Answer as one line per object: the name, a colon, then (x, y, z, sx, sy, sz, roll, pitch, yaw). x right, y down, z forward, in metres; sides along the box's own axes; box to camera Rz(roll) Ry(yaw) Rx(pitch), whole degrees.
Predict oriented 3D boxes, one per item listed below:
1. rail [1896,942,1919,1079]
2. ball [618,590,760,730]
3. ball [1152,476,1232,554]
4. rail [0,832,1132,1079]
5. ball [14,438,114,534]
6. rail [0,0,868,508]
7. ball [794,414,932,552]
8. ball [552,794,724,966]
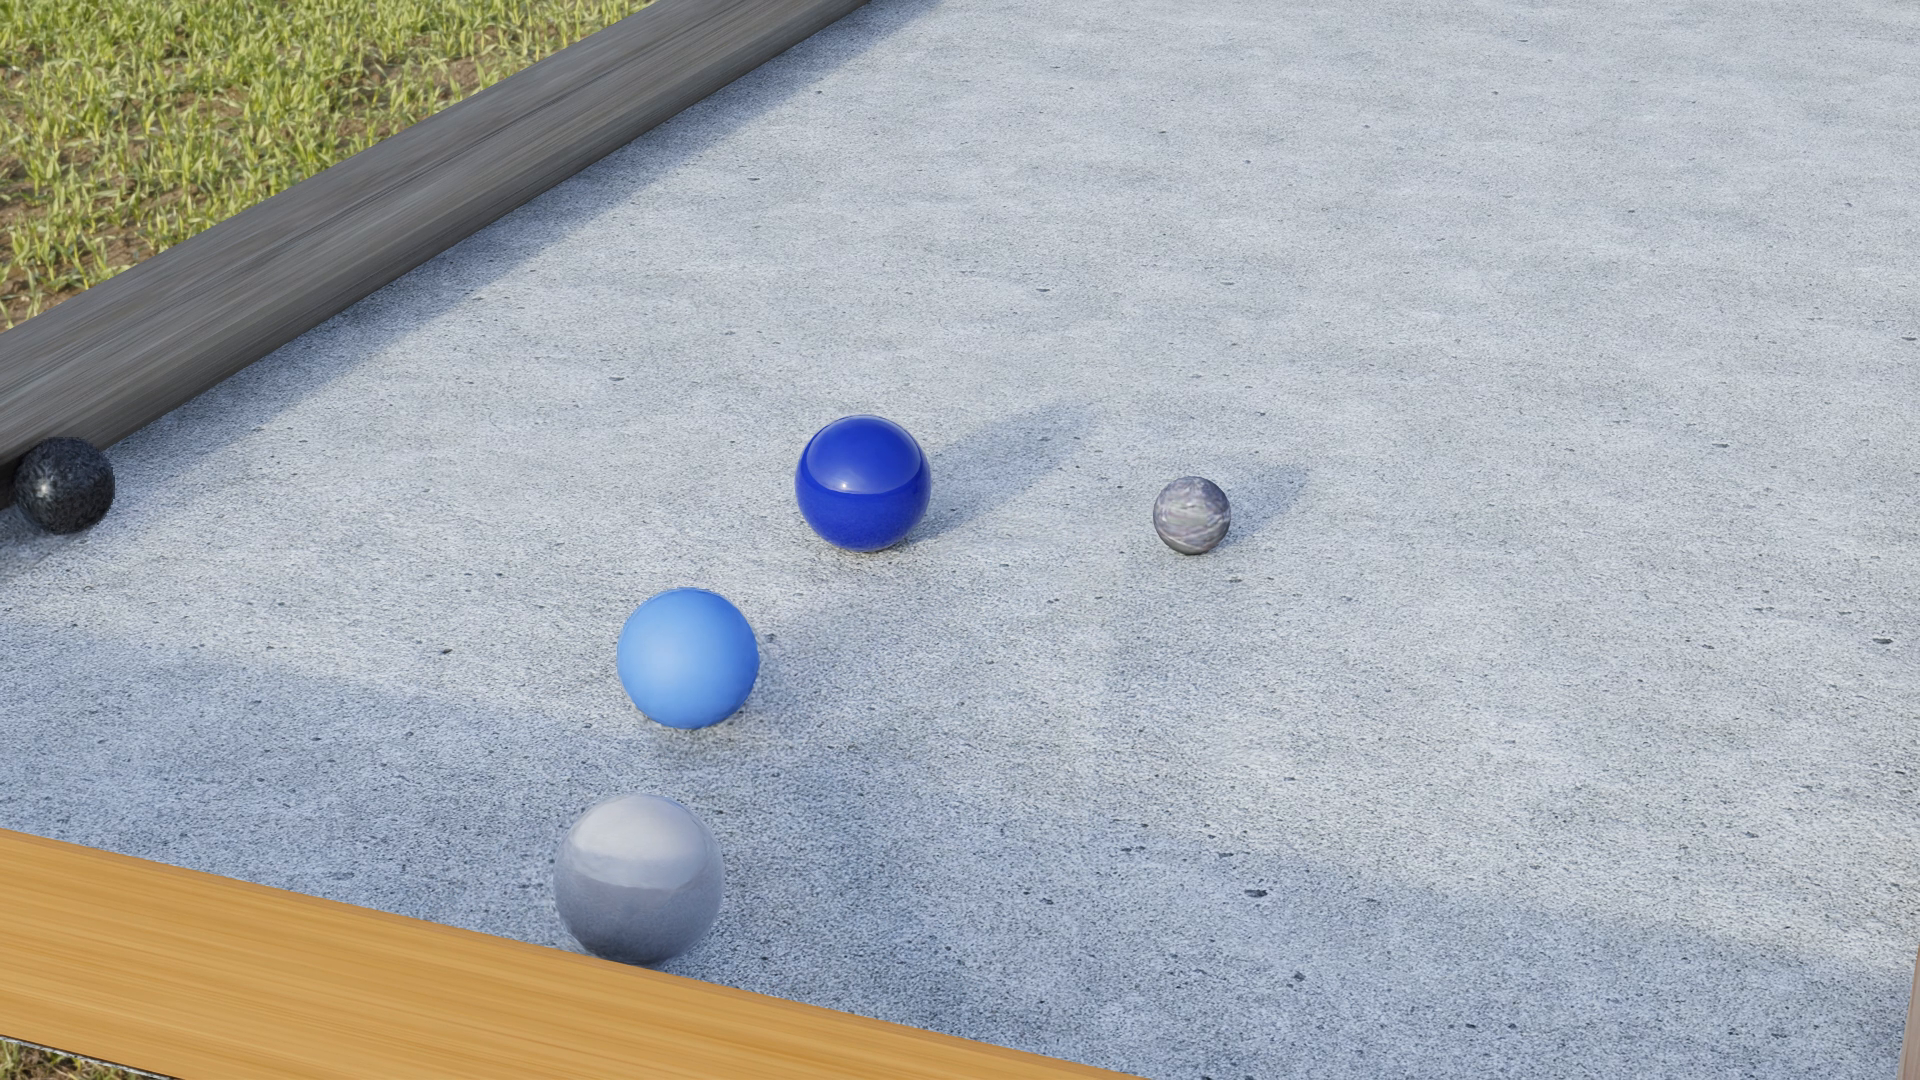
rail: (0.849, -0.183, 2.276, 0.045, 0.121, 2.668, 9, 26, 19)
ball: (-0.162, 0.071, 1.757, 0.084, 0.084, 0.084, 0, 24, 0)
ball: (0.157, -0.017, 1.991, 0.053, 0.053, 0.053, 0, 24, 0)
rail: (-0.232, 0.221, 1.376, 1.352, 0.121, 0.045, 9, 26, 19)
ball: (-0.615, -0.037, 2.019, 0.066, 0.066, 0.066, 0, 24, 0)
rail: (-0.367, -0.377, 2.705, 0.045, 0.121, 2.668, 9, 26, 19)
ball: (-0.066, -0.038, 1.990, 0.093, 0.093, 0.093, 0, 24, 0)
ball: (-0.166, 0.176, 1.520, 0.088, 0.088, 0.088, 0, 24, 0)
